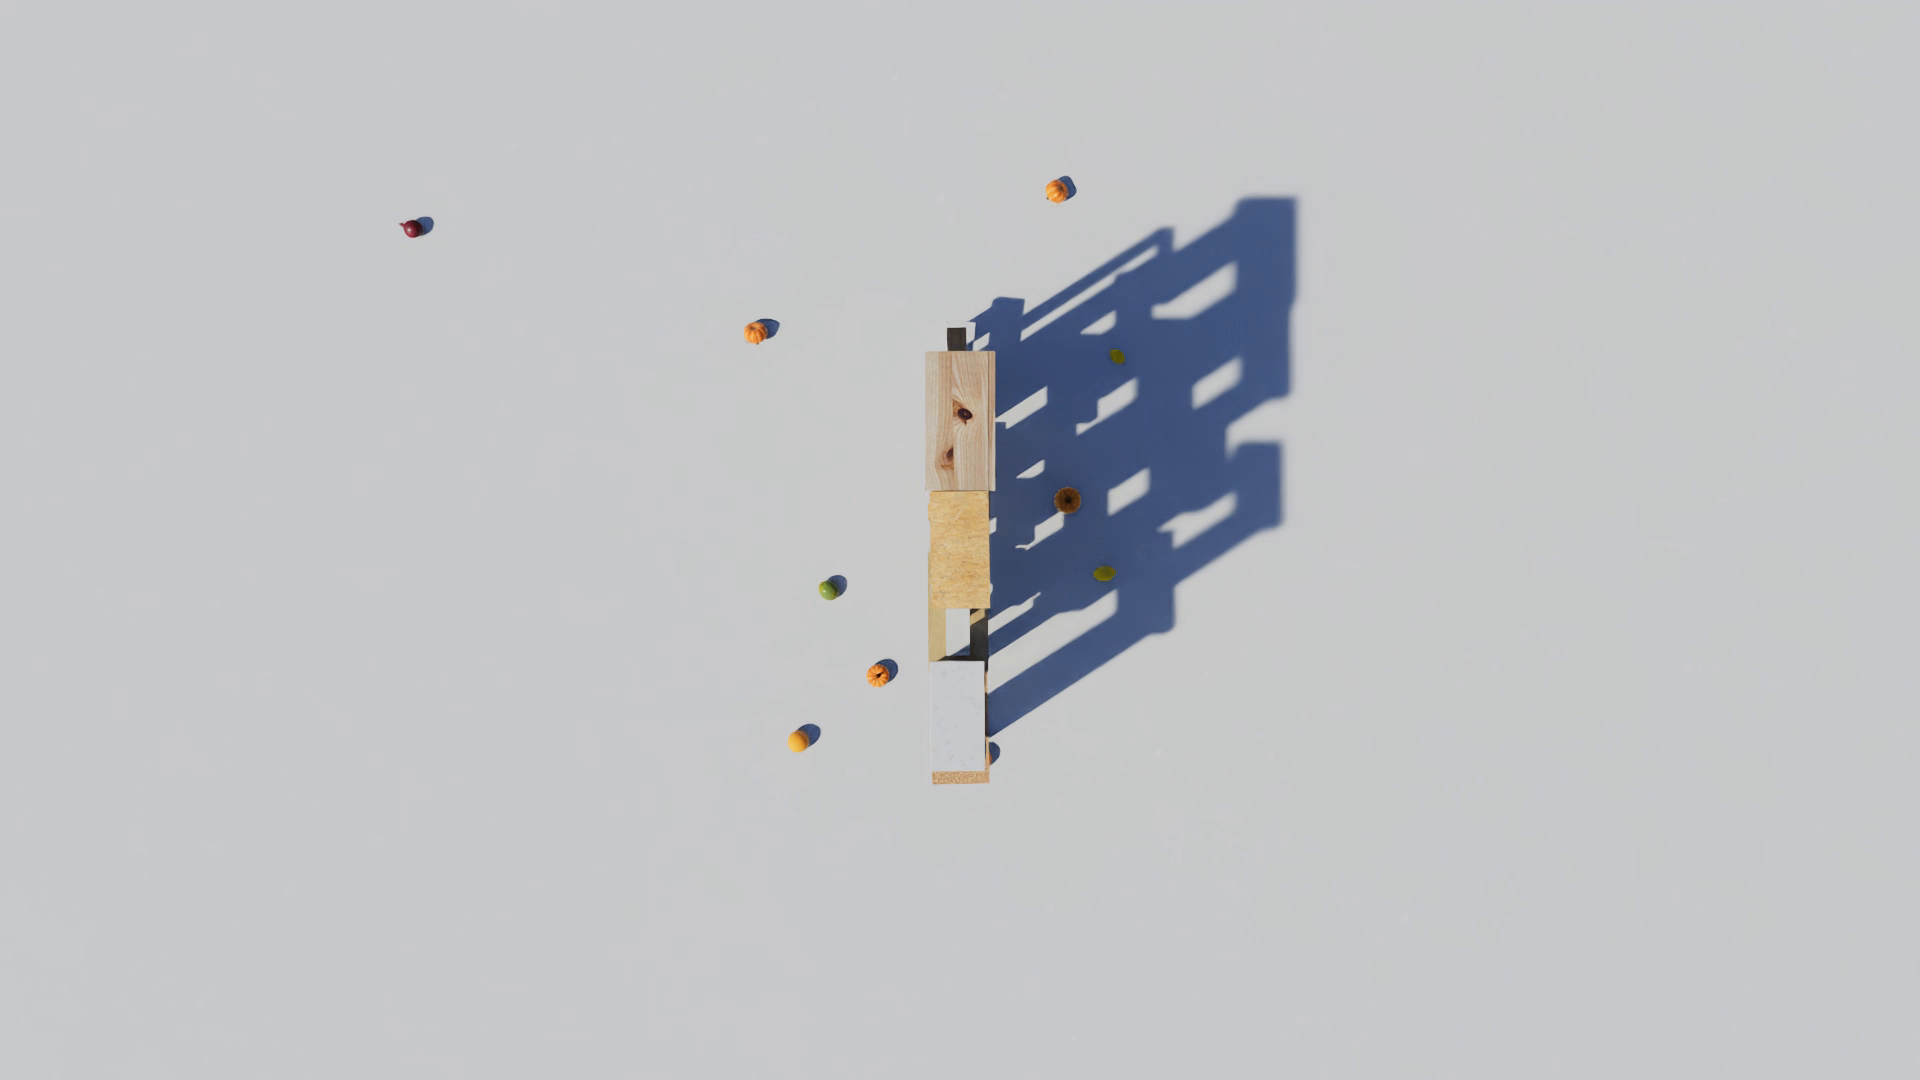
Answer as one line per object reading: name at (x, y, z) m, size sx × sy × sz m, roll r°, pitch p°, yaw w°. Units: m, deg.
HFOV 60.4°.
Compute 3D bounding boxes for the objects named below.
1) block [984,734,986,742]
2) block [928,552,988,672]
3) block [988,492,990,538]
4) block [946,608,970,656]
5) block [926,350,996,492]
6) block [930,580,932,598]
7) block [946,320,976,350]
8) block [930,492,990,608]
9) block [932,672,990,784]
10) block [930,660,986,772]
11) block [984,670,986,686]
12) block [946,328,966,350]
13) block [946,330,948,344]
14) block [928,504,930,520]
block at (-0.003, 0.549, 4.518) m, size 0.142 × 0.420 × 0.040 m, roll 1°, pitch 90°, yaw 0°
block at (-0.005, 0.200, 4.615) m, size 0.167 × 0.047 × 0.334 m, roll 0°, pitch 90°, yaw 0°
block at (0.002, -0.135, 4.675) m, size 0.164 × 0.046 × 0.328 m, roll 0°, pitch 90°, yaw 0°
block at (-0.005, 0.247, 4.455) m, size 0.064 × 0.018 × 0.128 m, roll 0°, pitch 90°, yaw 0°
block at (0.001, -0.307, 4.268) m, size 0.180 × 0.051 × 0.359 m, roll 0°, pitch 90°, yaw 0°
block at (-0.001, 0.128, 4.441) m, size 0.151 × 0.302 × 0.043 m, roll 0°, pitch 90°, yaw 0°
block at (-0.002, -0.614, 5.310) m, size 0.089 × 0.025 × 0.177 m, roll 6°, pitch 90°, yaw 0°
block at (0.000, 0.026, 4.269) m, size 0.151 × 0.043 × 0.302 m, roll -1°, pitch 90°, yaw 0°
block at (-0.001, 0.535, 4.752) m, size 0.164 × 0.047 × 0.328 m, roll -1°, pitch 90°, yaw 0°
block at (-0.007, 0.456, 4.288) m, size 0.142 × 0.040 × 0.284 m, roll 0°, pitch 90°, yaw 0°
block at (-0.005, 0.363, 4.450) m, size 0.142 × 0.284 × 0.040 m, roll -1°, pitch 90°, yaw 0°
block at (-0.008, -0.546, 4.662) m, size 0.054 × 0.015 × 0.109 m, roll -2°, pitch 90°, yaw 0°
block at (-0.010, -0.584, 4.984) m, size 0.054 × 0.628 × 0.015 m, roll 4°, pitch 90°, yaw 0°
block at (-0.008, -0.077, 4.471) m, size 0.151 × 0.362 × 0.043 m, roll -2°, pitch 90°, yaw 0°
